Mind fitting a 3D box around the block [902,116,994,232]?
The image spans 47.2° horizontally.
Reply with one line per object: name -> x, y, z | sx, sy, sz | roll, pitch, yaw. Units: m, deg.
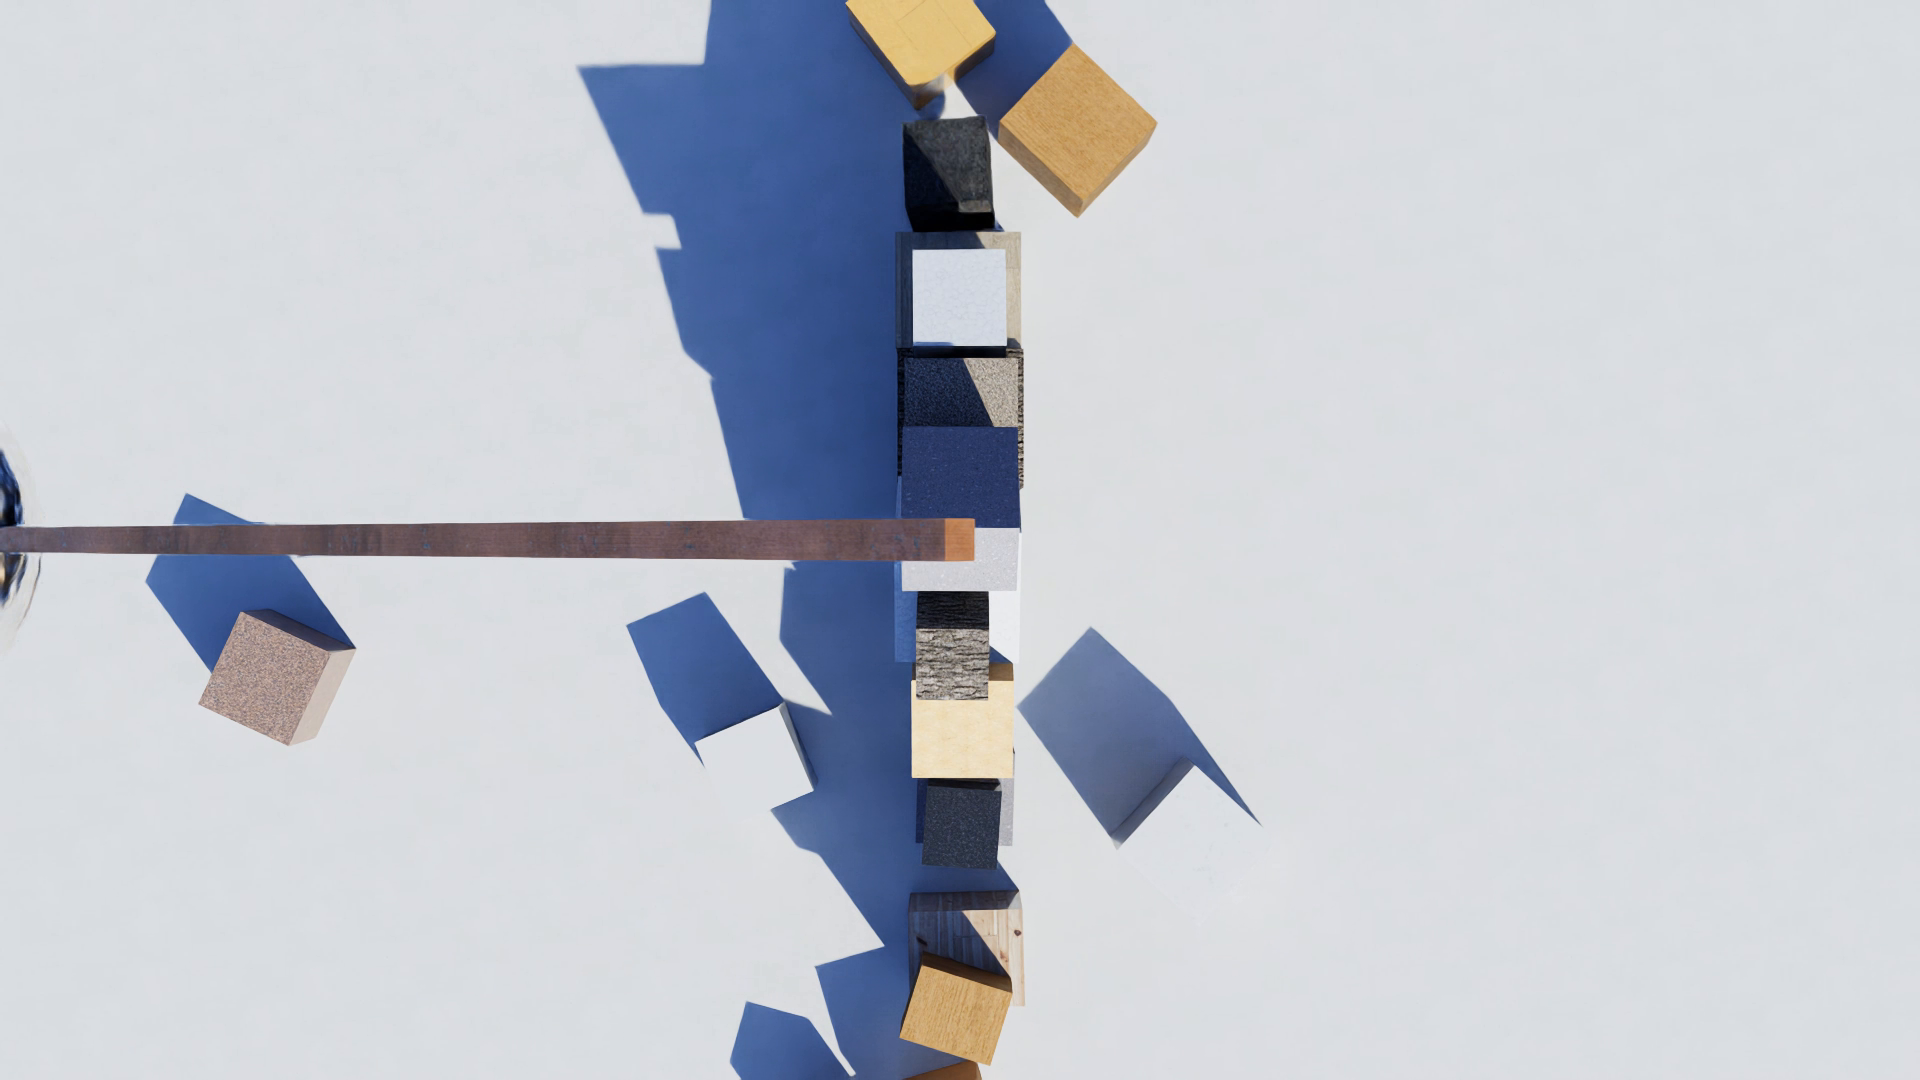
block -> -0.064, -2.063, 12.470 | 0.466, 0.467, 0.495 | -4, 78, 4

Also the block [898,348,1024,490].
block -> 0.003, -0.678, 12.609 | 0.703, 0.782, 0.771 | 0, 90, 0

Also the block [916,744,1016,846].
block -> 0.031, 1.466, 12.741 | 0.550, 0.517, 0.527 | 2, 90, 0

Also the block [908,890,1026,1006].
block -> 0.036, 2.350, 12.665 | 0.646, 0.671, 0.545 | -1, 90, 0

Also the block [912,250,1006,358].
block -> -0.002, -1.255, 11.958 | 0.494, 0.562, 0.520 | -1, 83, 0

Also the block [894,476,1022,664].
block -> -0.012, 0.158, 12.048 | 0.671, 0.701, 0.785 | 1, 116, 0

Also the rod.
rod -> -1.868, 0.000, 5.911 | 5.200, 0.080, 0.080 | 0, 90, 44

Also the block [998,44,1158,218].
block -> 0.666, -2.343, 12.662 | 0.651, 0.677, 0.608 | 44, 90, 0

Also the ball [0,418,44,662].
ball -> -4.311, 0.000, 8.275 | 1.600, 1.600, 1.600 | 0, 90, 0

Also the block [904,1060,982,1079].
block -> -0.064, 3.378, 12.740 | 0.484, 0.519, 0.519 | -16, 90, 0

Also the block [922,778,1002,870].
block -> 0.011, 1.584, 12.285 | 0.413, 0.394, 0.435 | 4, 90, 0

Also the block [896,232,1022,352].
block -> -0.009, -1.396, 12.634 | 0.703, 0.731, 0.649 | 0, 90, 0

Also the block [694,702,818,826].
block -> -1.171, 1.288, 12.751 | 0.514, 0.497, 0.517 | -23, 90, 0

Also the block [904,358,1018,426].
block -> 0.007, -0.655, 11.910 | 0.598, 0.615, 0.610 | 0, 90, 0

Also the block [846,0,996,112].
block -> -0.223, -2.964, 12.736 | 0.578, 0.527, 0.646 | -37, 90, 0

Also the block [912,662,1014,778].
block -> 0.014, 0.910, 12.076 | 0.544, 0.582, 0.581 | 0, 112, 0

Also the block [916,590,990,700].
block -> -0.038, 0.554, 11.612 | 0.379, 0.433, 0.425 | 1, 116, 0

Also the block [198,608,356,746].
block -> -3.944, 0.788, 12.737 | 0.568, 0.526, 0.581 | 25, 90, 0

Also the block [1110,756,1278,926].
block -> 1.339, 1.727, 12.706 | 0.633, 0.587, 0.654 | 43, 90, 0

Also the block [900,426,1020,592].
block -> -0.001, -0.160, 11.312 | 0.590, 0.541, 0.651 | 0, 53, 0

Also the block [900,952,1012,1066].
block -> -0.021, 2.576, 12.118 | 0.516, 0.423, 0.412 | 17, 90, 0
